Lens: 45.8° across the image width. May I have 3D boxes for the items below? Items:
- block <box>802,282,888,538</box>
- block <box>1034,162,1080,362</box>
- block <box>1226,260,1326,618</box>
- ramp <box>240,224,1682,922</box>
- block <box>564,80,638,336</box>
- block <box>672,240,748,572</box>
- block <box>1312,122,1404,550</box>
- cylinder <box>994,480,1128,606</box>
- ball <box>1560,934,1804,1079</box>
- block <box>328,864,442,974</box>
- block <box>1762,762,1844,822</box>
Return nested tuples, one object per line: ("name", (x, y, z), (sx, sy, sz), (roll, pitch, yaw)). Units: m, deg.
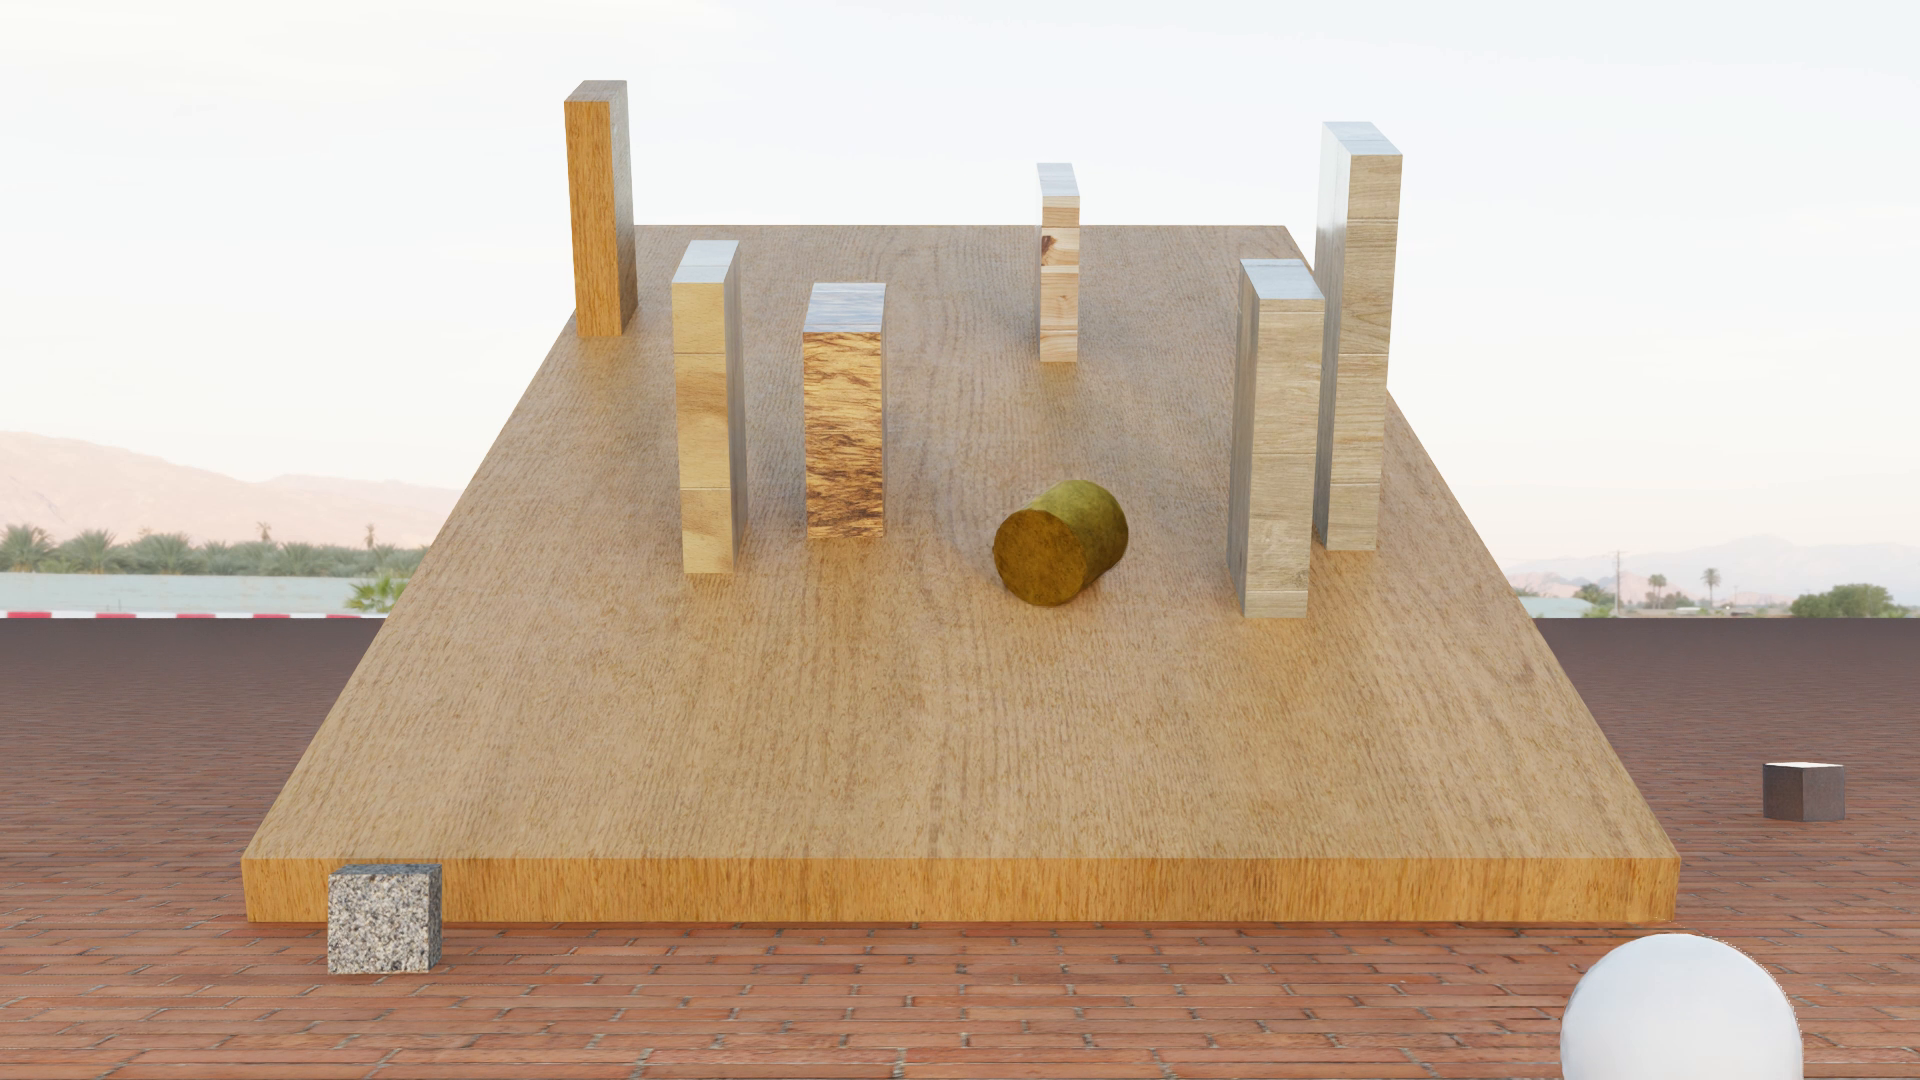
("block", (-0.220, -0.260, 4.452), (0.144, 0.406, 0.373), (0, 20, 0))
("block", (0.237, -0.692, 5.616), (0.089, 0.404, 0.409), (0, 20, 0))
("block", (0.552, -0.181, 4.008), (0.108, 0.573, 0.282), (0, 20, 0))
("ramp", (-0.005, -0.211, 5.046), (2.000, 0.100, 4.000), (0, 20, 0))
("block", (-0.904, -0.842, 5.752), (0.110, 0.587, 0.323), (0, 20, 0))
("block", (-0.462, -0.252, 4.232), (0.091, 0.546, 0.327), (0, 20, 0))
("block", (0.738, -0.390, 4.314), (0.093, 0.750, 0.332), (0, 20, 0))
("cylinder", (0.181, 0.004, 4.070), (0.182, 0.182, 0.182), (-1, 17, 30))
("ball", (0.563, 0.400, 1.780), (0.182, 0.182, 0.182), (0, -2, 0))
("block", (-0.705, 0.464, 2.794), (0.118, 0.118, 0.118), (0, -2, -5))
("block", (1.768, 0.528, 4.765), (0.114, 0.114, 0.114), (1, -2, -24))
